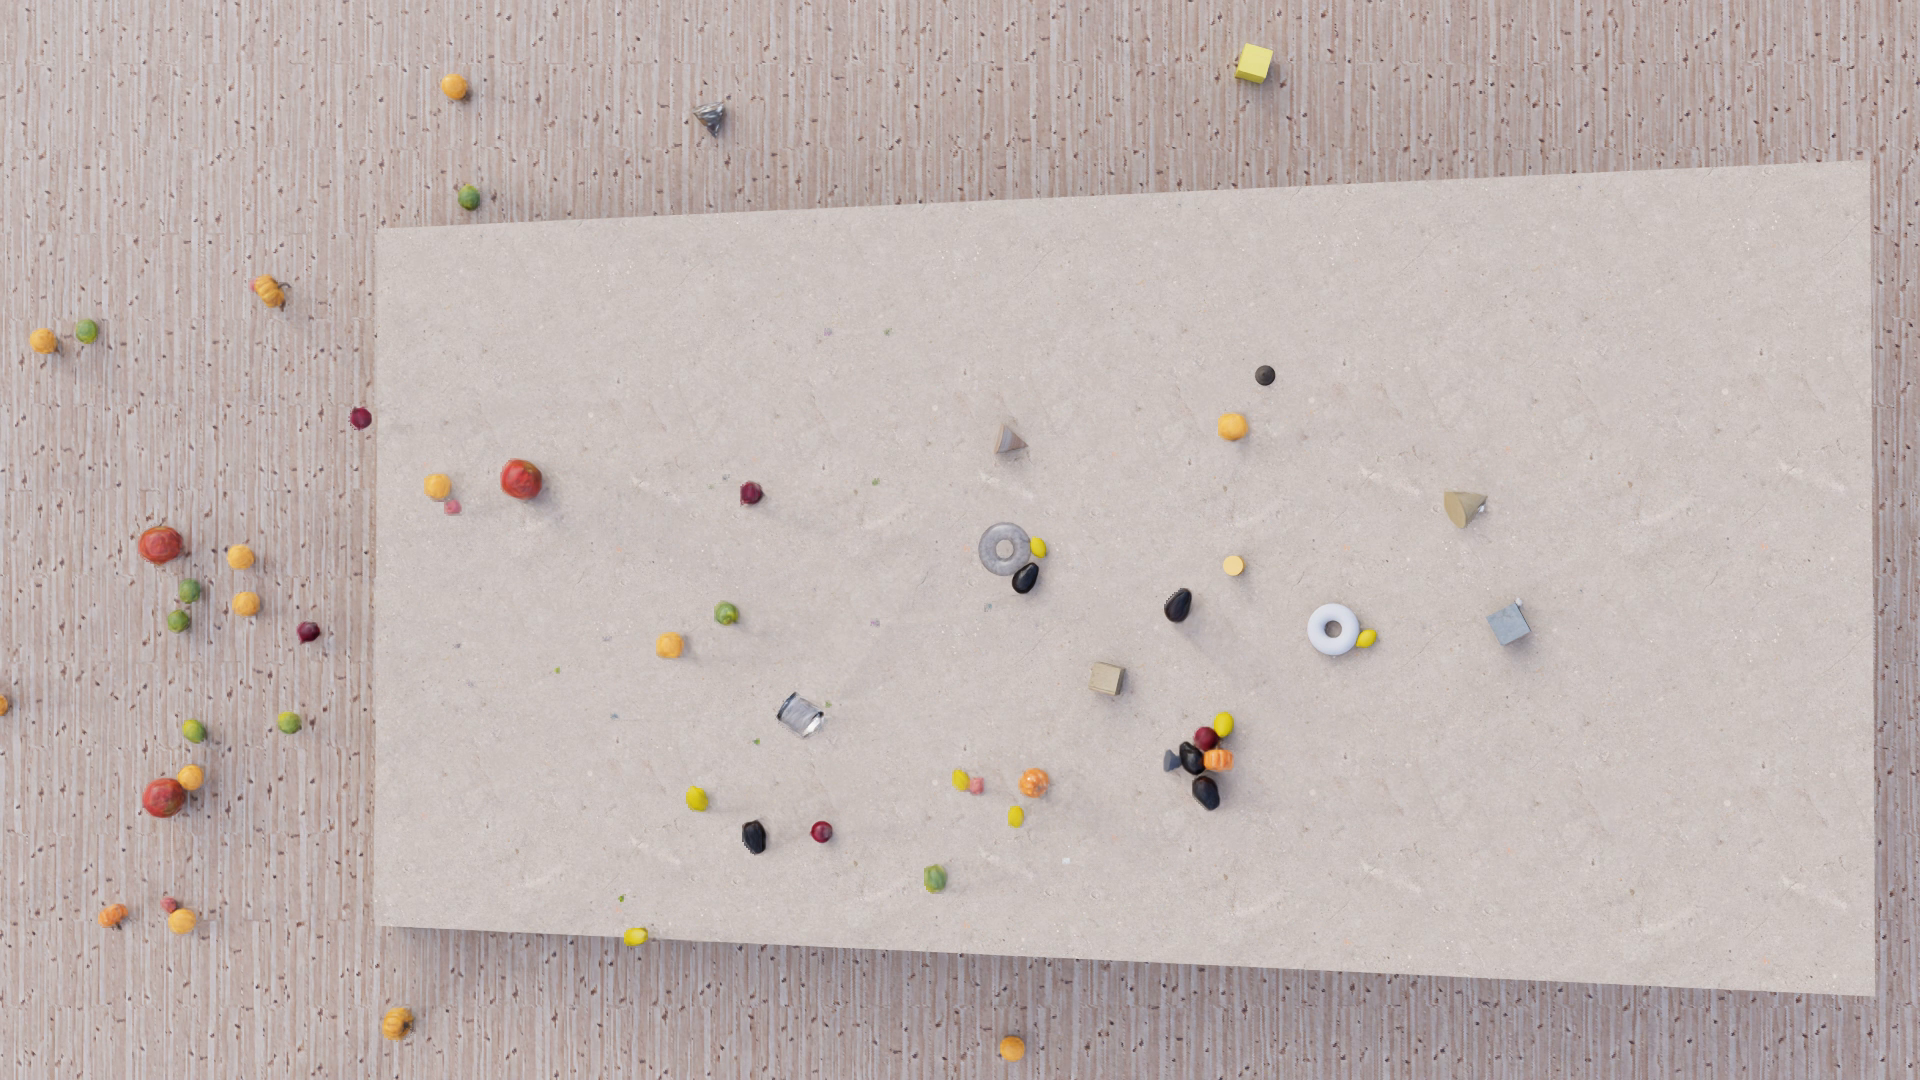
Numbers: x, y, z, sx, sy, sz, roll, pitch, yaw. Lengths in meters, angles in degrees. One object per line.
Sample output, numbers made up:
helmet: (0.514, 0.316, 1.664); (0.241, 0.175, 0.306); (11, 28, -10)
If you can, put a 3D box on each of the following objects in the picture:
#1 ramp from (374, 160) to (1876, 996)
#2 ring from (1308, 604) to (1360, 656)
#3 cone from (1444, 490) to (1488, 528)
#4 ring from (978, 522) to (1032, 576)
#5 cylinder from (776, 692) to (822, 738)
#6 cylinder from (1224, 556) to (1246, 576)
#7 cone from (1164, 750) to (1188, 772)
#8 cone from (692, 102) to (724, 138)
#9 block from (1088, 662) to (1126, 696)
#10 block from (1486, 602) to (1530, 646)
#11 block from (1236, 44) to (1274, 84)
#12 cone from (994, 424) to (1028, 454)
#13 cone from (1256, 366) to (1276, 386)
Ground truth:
ramp: (0.266, 0.097, 5.834); (4.000, 0.100, 2.000); (0, 89, 15)
ring: (0.946, 0.226, 5.572); (0.132, 0.044, 0.132); (0, 89, 16)
cone: (1.276, -0.095, 5.486); (0.099, 0.099, 0.099); (-22, 89, -13)
ring: (0.118, 0.024, 5.799); (0.145, 0.048, 0.145); (-1, 88, 16)
cylinder: (-0.431, 0.472, 5.921); (0.089, 0.089, 0.089); (34, 89, 13)
cylinder: (0.703, 0.066, 5.637); (0.050, 0.050, 0.050); (0, 89, 15)
cone: (0.563, 0.573, 5.680); (0.059, 0.059, 0.059); (8, 89, -11)
cone: (-0.724, -1.214, 6.408); (0.096, 0.096, 0.096); (-12, 116, 0)
block: (0.381, 0.360, 5.709); (0.072, 0.072, 0.072); (14, 93, 15)
block: (1.357, 0.208, 5.441); (0.079, 0.079, 0.079); (-29, 82, 13)
block: (0.854, -1.384, 6.391); (0.081, 0.081, 0.081); (16, 89, 0)
cone: (0.142, -0.258, 5.801); (0.086, 0.086, 0.086); (14, 89, -11)
cone: (0.777, -0.423, 5.623); (0.053, 0.053, 0.053); (0, 89, 15)
